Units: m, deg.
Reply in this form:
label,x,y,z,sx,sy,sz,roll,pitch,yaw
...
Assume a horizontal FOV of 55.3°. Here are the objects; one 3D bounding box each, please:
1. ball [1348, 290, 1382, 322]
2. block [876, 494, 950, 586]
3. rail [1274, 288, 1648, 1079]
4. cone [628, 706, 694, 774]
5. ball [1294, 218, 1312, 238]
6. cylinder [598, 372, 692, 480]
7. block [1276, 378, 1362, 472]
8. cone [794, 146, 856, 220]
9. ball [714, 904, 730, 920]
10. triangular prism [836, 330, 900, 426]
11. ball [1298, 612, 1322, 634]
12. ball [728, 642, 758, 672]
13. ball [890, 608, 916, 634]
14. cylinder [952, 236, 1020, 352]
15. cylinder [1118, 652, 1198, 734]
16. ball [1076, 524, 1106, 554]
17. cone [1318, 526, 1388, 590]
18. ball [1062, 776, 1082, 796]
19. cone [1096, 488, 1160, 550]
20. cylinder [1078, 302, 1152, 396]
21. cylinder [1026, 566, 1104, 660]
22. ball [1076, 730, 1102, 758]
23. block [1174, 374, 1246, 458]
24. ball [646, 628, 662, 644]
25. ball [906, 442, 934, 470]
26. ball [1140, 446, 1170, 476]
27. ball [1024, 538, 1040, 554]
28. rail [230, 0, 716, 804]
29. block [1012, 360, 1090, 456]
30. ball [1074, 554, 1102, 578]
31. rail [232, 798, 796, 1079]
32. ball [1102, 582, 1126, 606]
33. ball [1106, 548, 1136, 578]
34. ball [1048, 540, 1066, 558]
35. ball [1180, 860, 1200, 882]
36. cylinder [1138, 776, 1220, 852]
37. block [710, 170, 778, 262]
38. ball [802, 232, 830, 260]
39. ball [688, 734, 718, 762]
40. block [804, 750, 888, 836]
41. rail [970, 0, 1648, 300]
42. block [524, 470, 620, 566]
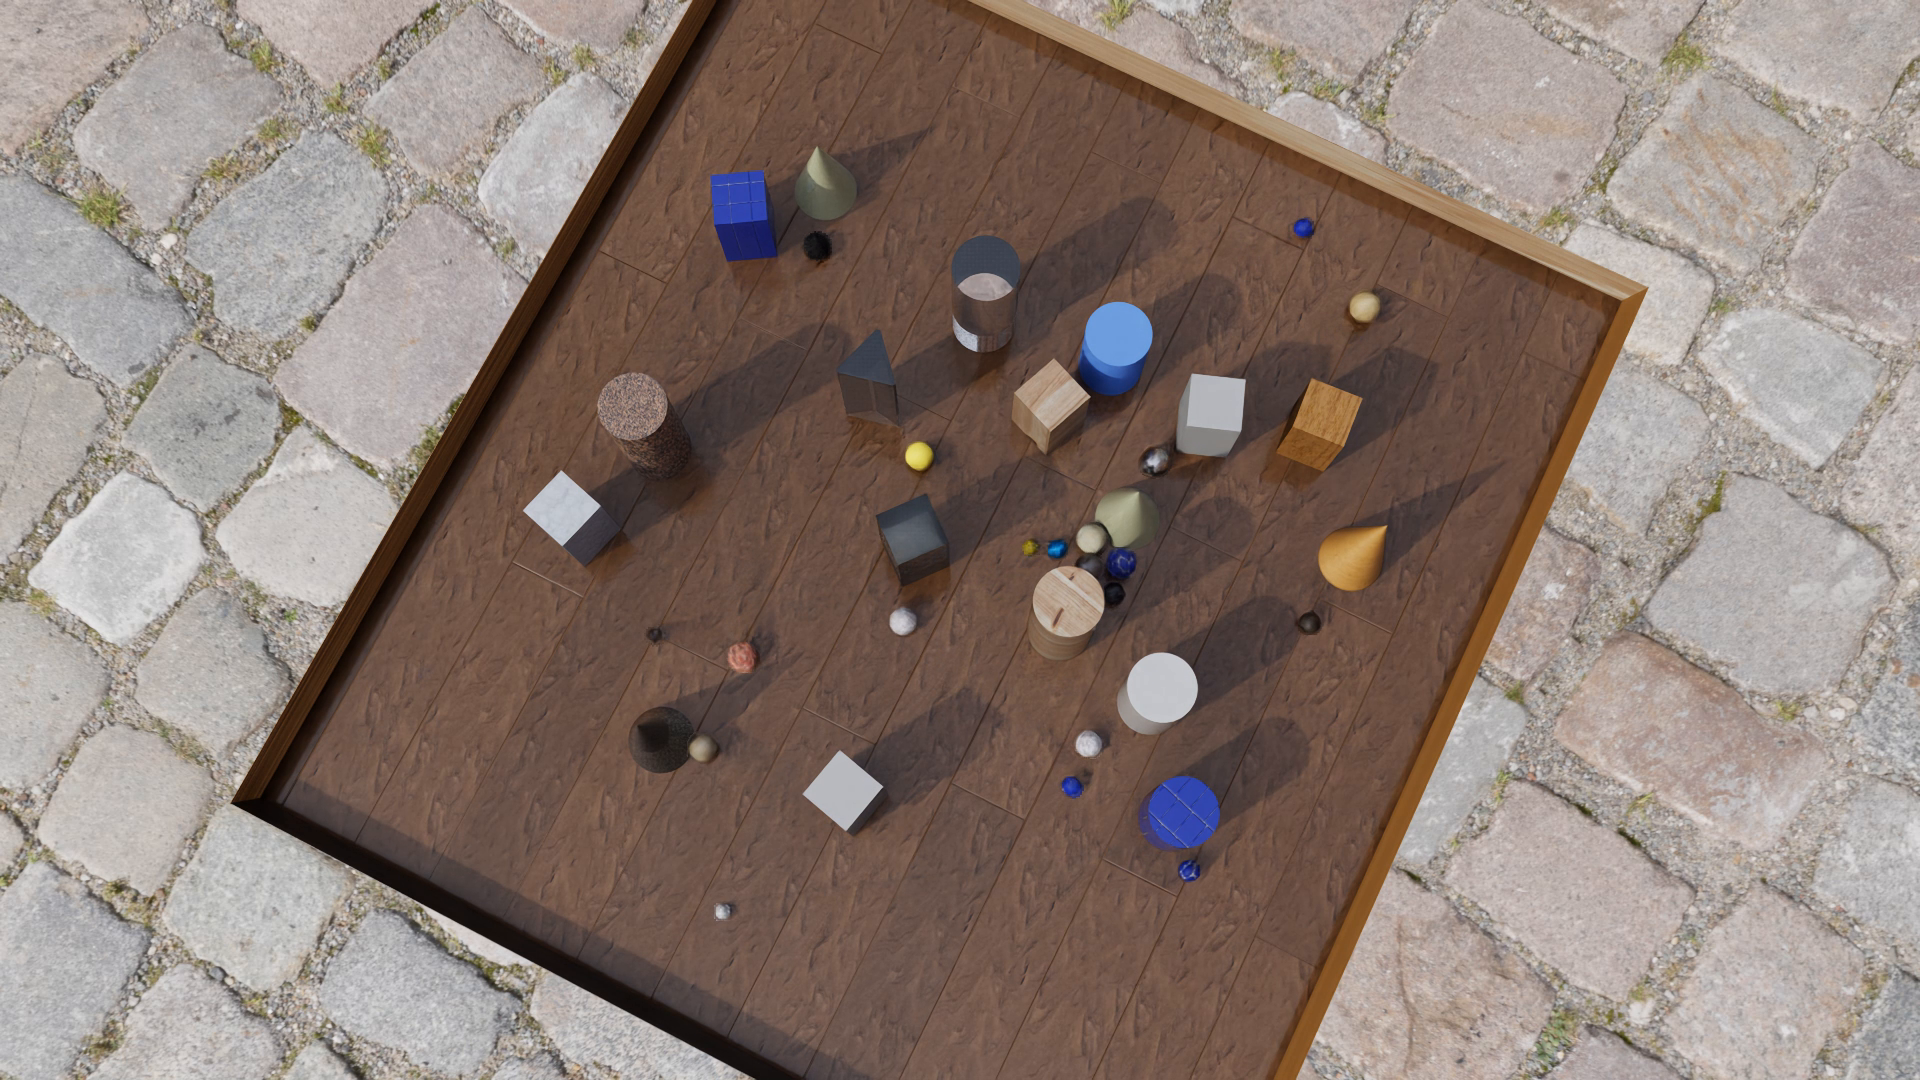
label,x,y,z,sx,sy,sz,roll,pitch,yaw
ball,1.264,-0.728,5.716,0.100,0.100,0.100,0,78,0
block,-0.137,0.005,5.433,0.160,0.357,0.160,-24,79,-5
rail,1.362,0.674,5.410,0.045,0.130,3.310,26,80,5
cone,-0.894,0.556,5.285,0.199,0.424,0.199,0,78,0
ball,1.084,-0.985,5.790,0.060,0.060,0.060,0,78,0
cylinder,-0.931,-0.332,5.442,0.199,0.477,0.199,0,78,0
block,1.080,-0.344,5.532,0.160,0.306,0.160,22,79,4
cone,-0.429,-1.150,5.677,0.199,0.348,0.199,0,78,0
ball,-0.696,1.089,5.368,0.045,0.045,0.045,0,78,0
triangular prism,-0.253,-0.490,5.486,0.173,0.454,0.150,14,79,3
ball,1.056,0.249,5.532,0.066,0.066,0.066,0,78,0
ball,-0.653,0.350,5.499,0.088,0.088,0.088,0,78,0
ball,-0.172,0.245,5.524,0.083,0.083,0.083,0,78,0
cylinder,0.075,-0.734,5.519,0.199,0.488,0.199,0,78,0
cylinder,0.572,0.452,5.346,0.199,0.347,0.199,0,78,0
ball,0.399,-0.004,5.571,0.092,0.092,0.092,0,78,0
cone,1.195,0.009,5.365,0.199,0.490,0.199,0,78,0
ball,0.330,0.730,5.436,0.058,0.058,0.058,0,78,0
cone,0.515,-0.103,5.452,0.199,0.364,0.199,0,78,0
cylinder,0.471,-0.579,5.579,0.199,0.309,0.199,0,78,0
cylinder,0.302,0.219,5.326,0.199,0.481,0.199,0,78,0
ball,0.382,0.607,5.451,0.079,0.079,0.079,0,78,0
block,0.753,-0.372,5.535,0.160,0.311,0.160,6,78,1
ball,-0.922,0.289,5.532,0.048,0.048,0.048,0,78,0
ball,-0.124,-0.257,5.626,0.086,0.086,0.086,0,78,0
ball,0.597,-0.242,5.620,0.091,0.091,0.091,0,78,0
ball,0.219,0.019,5.590,0.045,0.045,0.045,0,78,0
rail,-1.362,-0.660,5.686,0.045,0.130,3.310,26,80,5
block,0.273,-0.399,5.552,0.160,0.288,0.160,-41,81,-8
ball,0.391,0.083,5.556,0.085,0.085,0.085,0,78,0
rail,-0.730,1.436,5.252,3.092,0.130,0.045,26,80,5
ball,0.466,0.163,5.548,0.069,0.069,0.069,0,78,0
ball,0.488,0.072,5.555,0.091,0.091,0.091,0,78,0
ball,0.294,0.028,5.582,0.057,0.057,0.057,0,78,0
ball,0.676,0.970,5.383,0.063,0.063,0.063,0,78,0
cylinder,0.629,0.795,5.295,0.199,0.308,0.199,0,78,0
block,-0.665,-0.998,5.664,0.160,0.313,0.160,-6,78,-1
ball,-0.452,-0.922,5.764,0.086,0.086,0.086,0,78,0
ball,-0.764,0.617,5.445,0.086,0.086,0.086,0,78,0
block,-0.327,0.734,5.287,0.160,0.347,0.160,39,81,7
rail,0.730,-1.422,5.844,3.092,0.130,0.045,26,80,5
block,-1.154,-0.060,5.466,0.160,0.319,0.160,41,81,8
